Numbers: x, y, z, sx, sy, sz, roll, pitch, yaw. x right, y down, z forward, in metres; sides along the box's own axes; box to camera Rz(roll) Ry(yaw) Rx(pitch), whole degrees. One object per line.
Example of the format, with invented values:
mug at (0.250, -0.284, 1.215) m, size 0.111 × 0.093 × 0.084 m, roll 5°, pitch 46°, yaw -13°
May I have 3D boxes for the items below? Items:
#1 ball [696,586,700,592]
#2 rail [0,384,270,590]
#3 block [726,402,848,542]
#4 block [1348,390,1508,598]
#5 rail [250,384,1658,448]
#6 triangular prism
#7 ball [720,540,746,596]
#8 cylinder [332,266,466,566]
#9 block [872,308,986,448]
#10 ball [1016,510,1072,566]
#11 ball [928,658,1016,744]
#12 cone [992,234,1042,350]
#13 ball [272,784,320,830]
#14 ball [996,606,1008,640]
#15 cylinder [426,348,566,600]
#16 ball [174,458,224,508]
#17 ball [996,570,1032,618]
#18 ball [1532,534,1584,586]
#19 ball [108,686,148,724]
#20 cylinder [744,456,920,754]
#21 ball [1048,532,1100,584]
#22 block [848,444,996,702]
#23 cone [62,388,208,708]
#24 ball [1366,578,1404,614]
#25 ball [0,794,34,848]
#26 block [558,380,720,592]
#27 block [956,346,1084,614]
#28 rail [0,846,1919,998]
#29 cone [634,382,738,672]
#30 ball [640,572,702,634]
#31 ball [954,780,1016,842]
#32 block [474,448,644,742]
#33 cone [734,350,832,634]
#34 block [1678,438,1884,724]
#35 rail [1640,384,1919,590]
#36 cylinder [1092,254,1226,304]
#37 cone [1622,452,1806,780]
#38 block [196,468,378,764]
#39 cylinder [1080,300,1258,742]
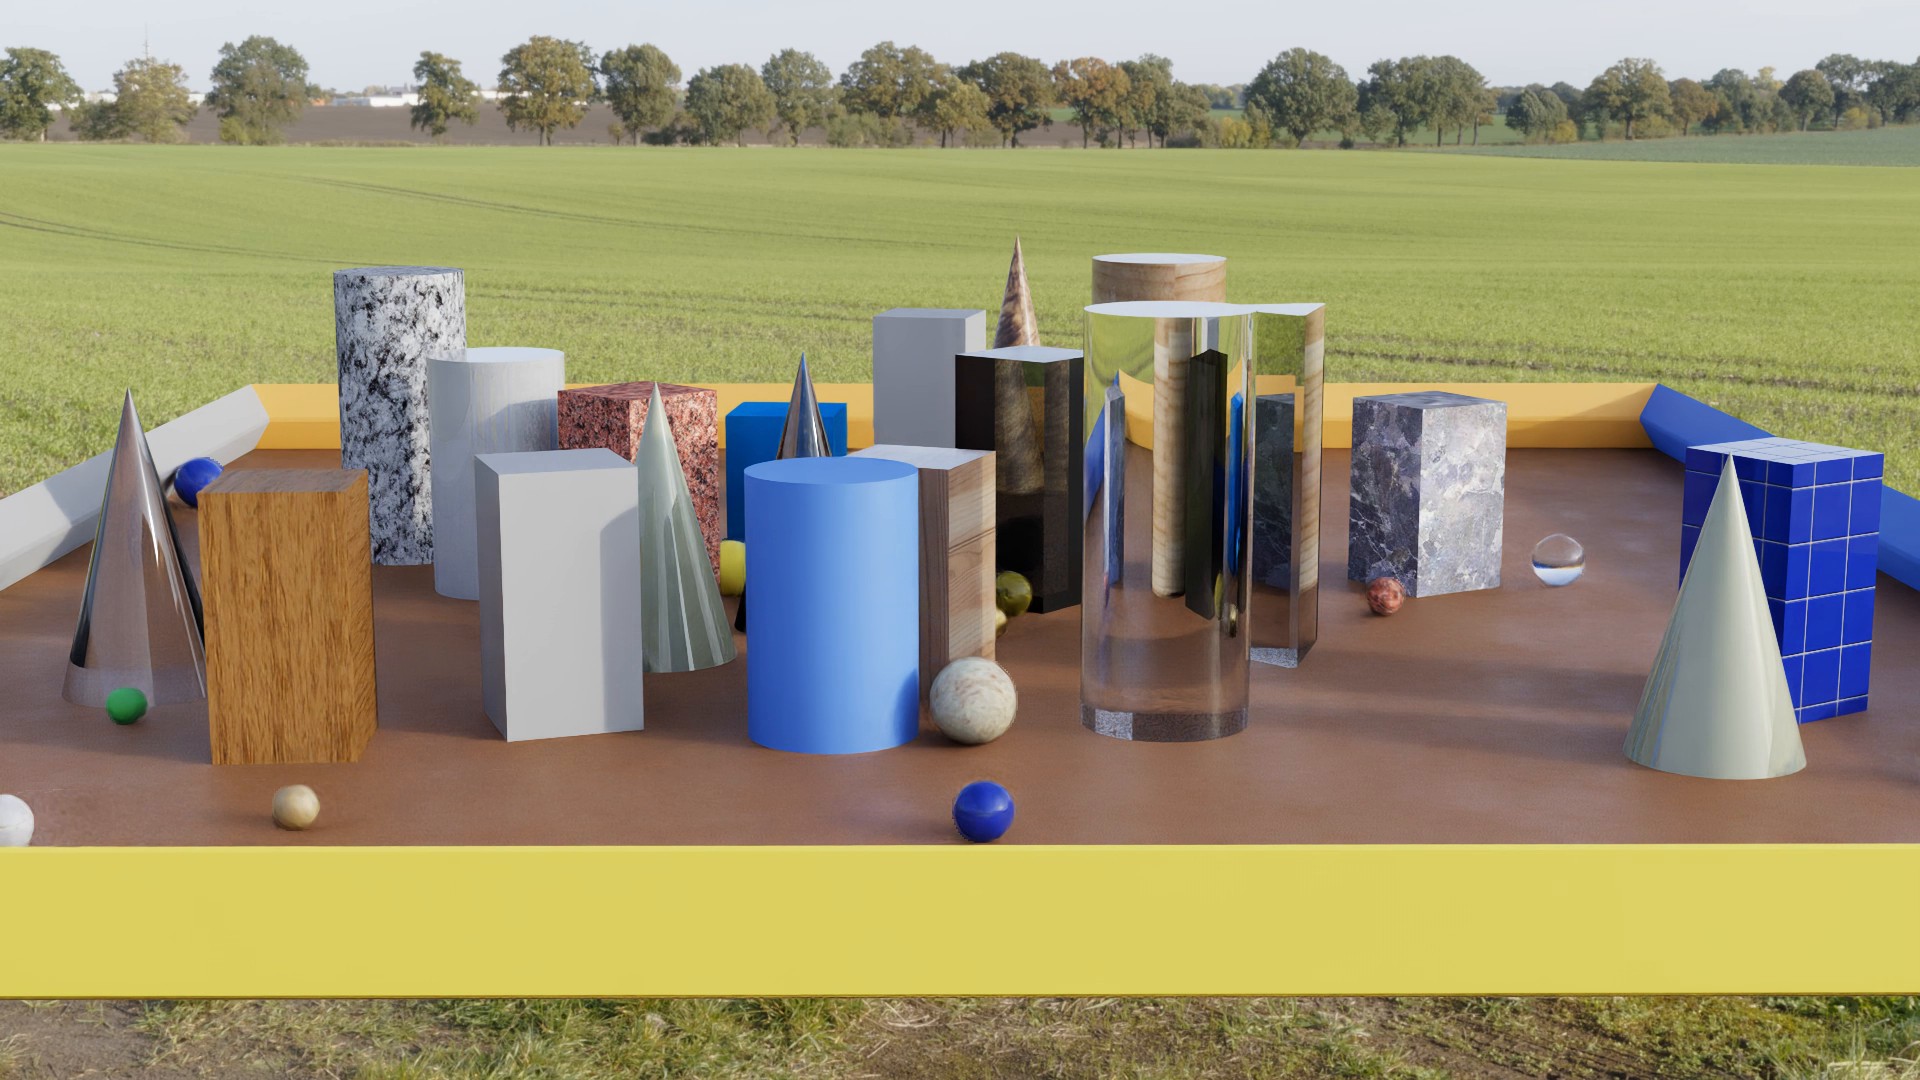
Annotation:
ball at (-0.371, 0.077, 3.405) m, size 0.052 × 0.052 × 0.052 m, roll 0°, pitch 11°, yaw 0°
rail at (-1.316, 0.033, 3.442) m, size 0.045 × 0.122 × 2.928 m, roll 0°, pitch 11°, yaw 0°
block at (-0.244, -0.066, 3.651) m, size 0.151 × 0.242 × 0.151 m, roll 1°, pitch 11°, yaw 5°
block at (0.656, -0.068, 3.610) m, size 0.151 × 0.261 × 0.151 m, roll -6°, pitch 12°, yaw -29°
rail at (-0.008, -0.233, 4.865) m, size 2.679 × 0.122 × 0.045 m, roll 0°, pitch 11°, yaw 0°
triangular prism at (0.401, -0.075, 3.190) m, size 0.141 × 0.429 × 0.163 m, roll -10°, pitch 14°, yaw -42°
ball at (-0.315, 0.039, 3.534) m, size 0.078 × 0.078 × 0.078 m, roll 0°, pitch 11°, yaw 0°
cylinder at (-0.825, -0.188, 3.813) m, size 0.189 × 0.423 × 0.189 m, roll 0°, pitch 11°, yaw 0°
block at (-0.048, -0.203, 4.153) m, size 0.151 × 0.328 × 0.151 m, roll 2°, pitch 11°, yaw 13°
ball at (0.123, -0.002, 3.744) m, size 0.082 × 0.082 × 0.082 m, roll 0°, pitch 11°, yaw 0°
ball at (0.013, 0.174, 2.770) m, size 0.094 × 0.094 × 0.094 m, roll 0°, pitch 11°, yaw 0°
cone at (0.099, -0.314, 4.451) m, size 0.189 × 0.436 × 0.189 m, roll 0°, pitch 11°, yaw 0°
ball at (-0.638, 0.256, 2.465) m, size 0.044 × 0.044 × 0.044 m, roll 0°, pitch 11°, yaw 0°
ball at (0.038, 0.106, 3.267) m, size 0.045 × 0.045 × 0.045 m, roll 0°, pitch 11°, yaw 0°
cylinder at (-0.642, -0.095, 3.576) m, size 0.189 × 0.328 × 0.189 m, roll 0°, pitch 11°, yaw 0°
ball at (-1.257, -0.095, 4.242) m, size 0.082 × 0.082 × 0.082 m, roll 0°, pitch 11°, yaw 0°
ball at (0.065, 0.072, 3.403) m, size 0.062 × 0.062 × 0.062 m, roll 0°, pitch 11°, yaw 0°
ball at (0.841, 0.029, 3.605) m, size 0.072 × 0.072 × 0.072 m, roll 0°, pitch 11°, yaw 0°
ball at (-0.927, 0.184, 2.857) m, size 0.042 × 0.042 × 0.042 m, roll 0°, pitch 11°, yaw 0°
cylinder at (-0.139, 0.068, 2.799) m, size 0.189 × 0.292 × 0.189 m, roll 0°, pitch 11°, yaw 0°
ball at (0.160, 0.026, 3.618) m, size 0.074 × 0.074 × 0.074 m, roll 0°, pitch 11°, yaw 0°
block at (-0.056, 0.036, 3.019) m, size 0.151 × 0.272 × 0.151 m, roll 4°, pitch 11°, yaw 21°
cone at (-0.959, -0.002, 2.988) m, size 0.189 × 0.359 × 0.189 m, roll 0°, pitch 11°, yaw 0°
ball at (0.567, 0.075, 3.421) m, size 0.049 × 0.049 × 0.049 m, roll 0°, pitch 11°, yaw 0°
ball at (-0.889, 0.265, 2.380) m, size 0.058 × 0.058 × 0.058 m, roll 0°, pitch 11°, yaw 0°
block at (-0.433, -0.057, 3.467) m, size 0.151 × 0.292 × 0.151 m, roll 10°, pitch 14°, yaw 43°
block at (0.100, -0.086, 3.500) m, size 0.151 × 0.337 × 0.151 m, roll 8°, pitch 13°, yaw 38°
rail at (0.008, 0.296, 2.033) m, size 2.679 × 0.122 × 0.045 m, roll 0°, pitch 11°, yaw 0°
cone at (-0.371, -0.026, 3.159) m, size 0.189 × 0.344 × 0.189 m, roll 0°, pitch 11°, yaw 0°
ball at (-0.374, 0.081, 3.308) m, size 0.080 × 0.080 × 0.080 m, roll 0°, pitch 11°, yaw 0°
ball at (0.023, 0.256, 2.427) m, size 0.058 × 0.058 × 0.058 m, roll 0°, pitch 11°, yaw 0°
block at (-0.446, 0.057, 2.852) m, size 0.151 × 0.293 × 0.151 m, roll -4°, pitch 11°, yaw -20°
cone at (-0.202, -0.068, 3.334) m, size 0.189 × 0.362 × 0.189 m, roll 0°, pitch 11°, yaw 0°
block at (0.928, 0.044, 2.914) m, size 0.151 × 0.295 × 0.151 m, roll -7°, pitch 12°, yaw -32°
rail at (1.316, 0.030, 3.457) m, size 0.045 × 0.122 × 2.928 m, roll 0°, pitch 11°, yaw 0°
cylinder at (0.279, -0.171, 3.637) m, size 0.189 × 0.455 × 0.189 m, roll 0°, pitch 11°, yaw 0°
cone at (0.802, 0.067, 2.700) m, size 0.189 × 0.329 × 0.189 m, roll 0°, pitch 11°, yaw 0°
block at (-0.716, 0.079, 2.746) m, size 0.151 × 0.289 × 0.151 m, roll -1°, pitch 11°, yaw -4°
cylinder at (0.229, -0.024, 2.831) m, size 0.189 × 0.461 × 0.189 m, roll 0°, pitch 11°, yaw 0°
